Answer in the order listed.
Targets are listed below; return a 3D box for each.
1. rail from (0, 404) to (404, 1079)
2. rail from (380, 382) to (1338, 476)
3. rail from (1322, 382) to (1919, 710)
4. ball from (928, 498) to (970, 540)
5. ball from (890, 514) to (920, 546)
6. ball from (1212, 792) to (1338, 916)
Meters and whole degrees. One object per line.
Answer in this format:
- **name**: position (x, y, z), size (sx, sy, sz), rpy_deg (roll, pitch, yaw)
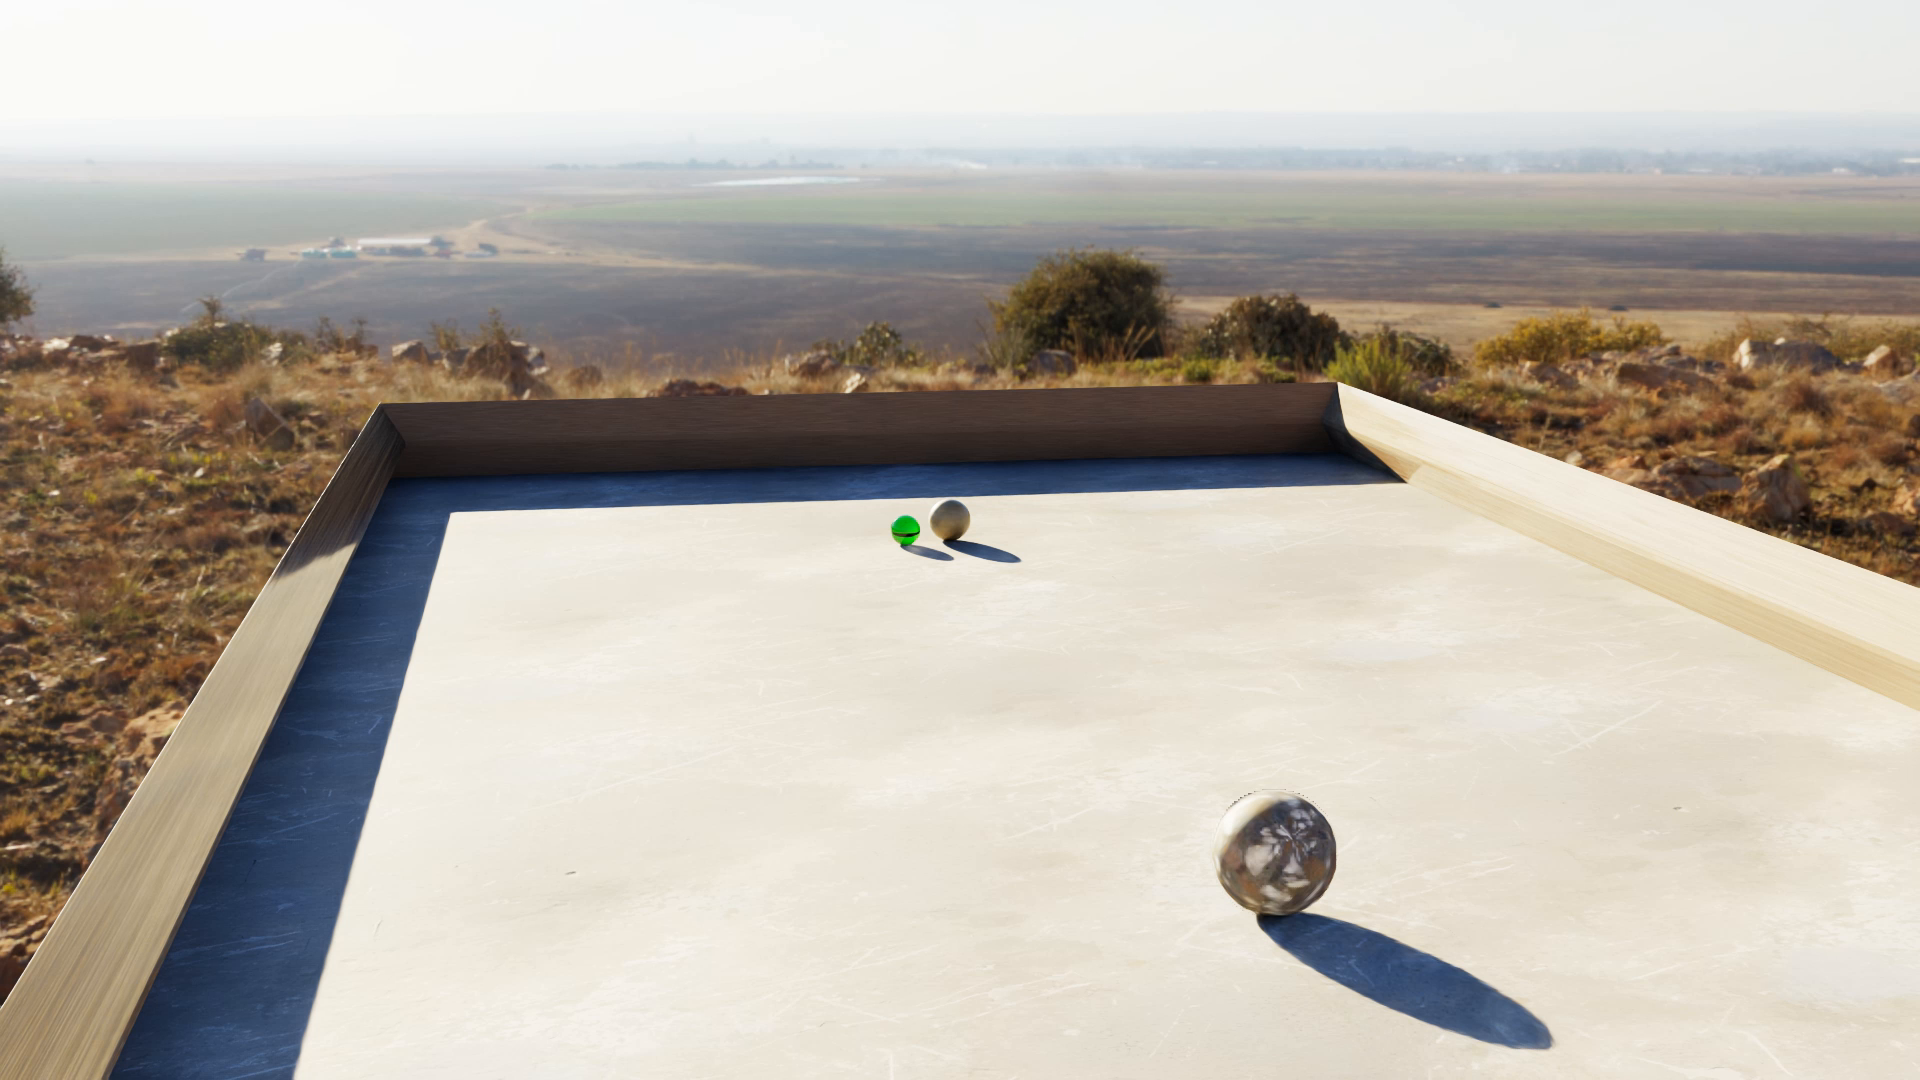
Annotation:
- **rail**: position (-0.681, 0.155, 2.144), size (0.045, 0.128, 3.445), rpy_deg (-2, 11, -10)
- **rail**: position (-0.146, -0.197, 3.929), size (1.735, 0.128, 0.045), rpy_deg (-2, 11, -10)
- **rail**: position (0.980, 0.098, 2.432), size (0.045, 0.128, 3.445), rpy_deg (-2, 11, -10)
- **ball**: position (-0.015, -0.030, 3.257), size (0.063, 0.063, 0.063), rpy_deg (0, 11, 0)
- **ball**: position (-0.080, -0.015, 3.225), size (0.045, 0.045, 0.045), rpy_deg (0, 11, 0)
- **ball**: position (0.250, 0.249, 1.746), size (0.098, 0.098, 0.098), rpy_deg (0, 11, 0)
